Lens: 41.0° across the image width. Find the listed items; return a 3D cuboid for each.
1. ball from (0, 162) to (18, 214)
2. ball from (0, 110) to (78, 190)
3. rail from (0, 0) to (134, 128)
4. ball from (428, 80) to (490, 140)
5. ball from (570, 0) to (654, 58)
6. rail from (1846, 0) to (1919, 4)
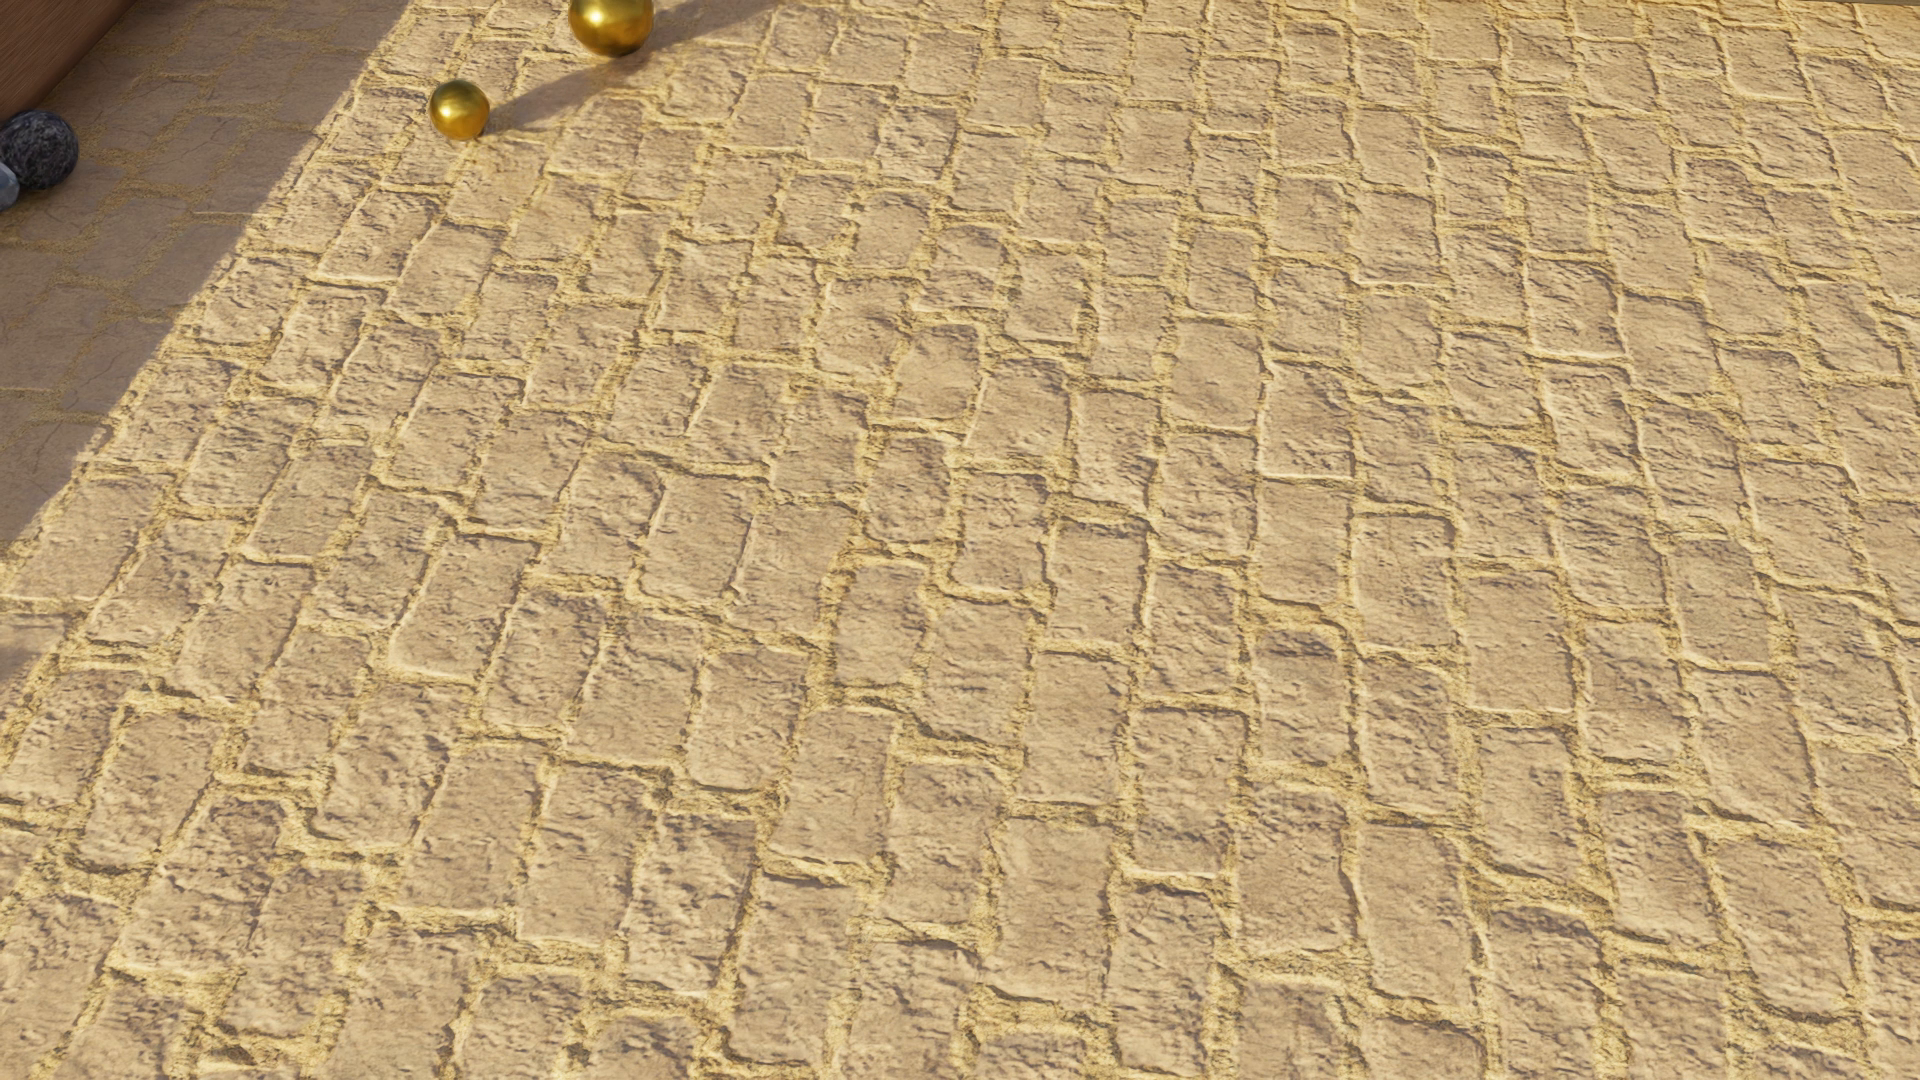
[{"bbox_3d":[-0.836,-0.304,2.210,0.047,0.047,0.047,0,35,0],"label":"ball"},{"bbox_3d":[-0.808,-0.341,2.245,0.068,0.068,0.068,0,35,0],"label":"ball"},{"bbox_3d":[-0.917,-0.084,1.843,0.045,0.113,2.176,4,36,6],"label":"rail"},{"bbox_3d":[-0.454,-0.390,2.325,0.054,0.054,0.054,0,35,0],"label":"ball"},{"bbox_3d":[-0.334,-0.505,2.464,0.081,0.081,0.081,0,35,0],"label":"ball"},{"bbox_3d":[1.070,-0.564,2.518,3.791,0.113,0.045,4,36,6],"label":"rail"}]
